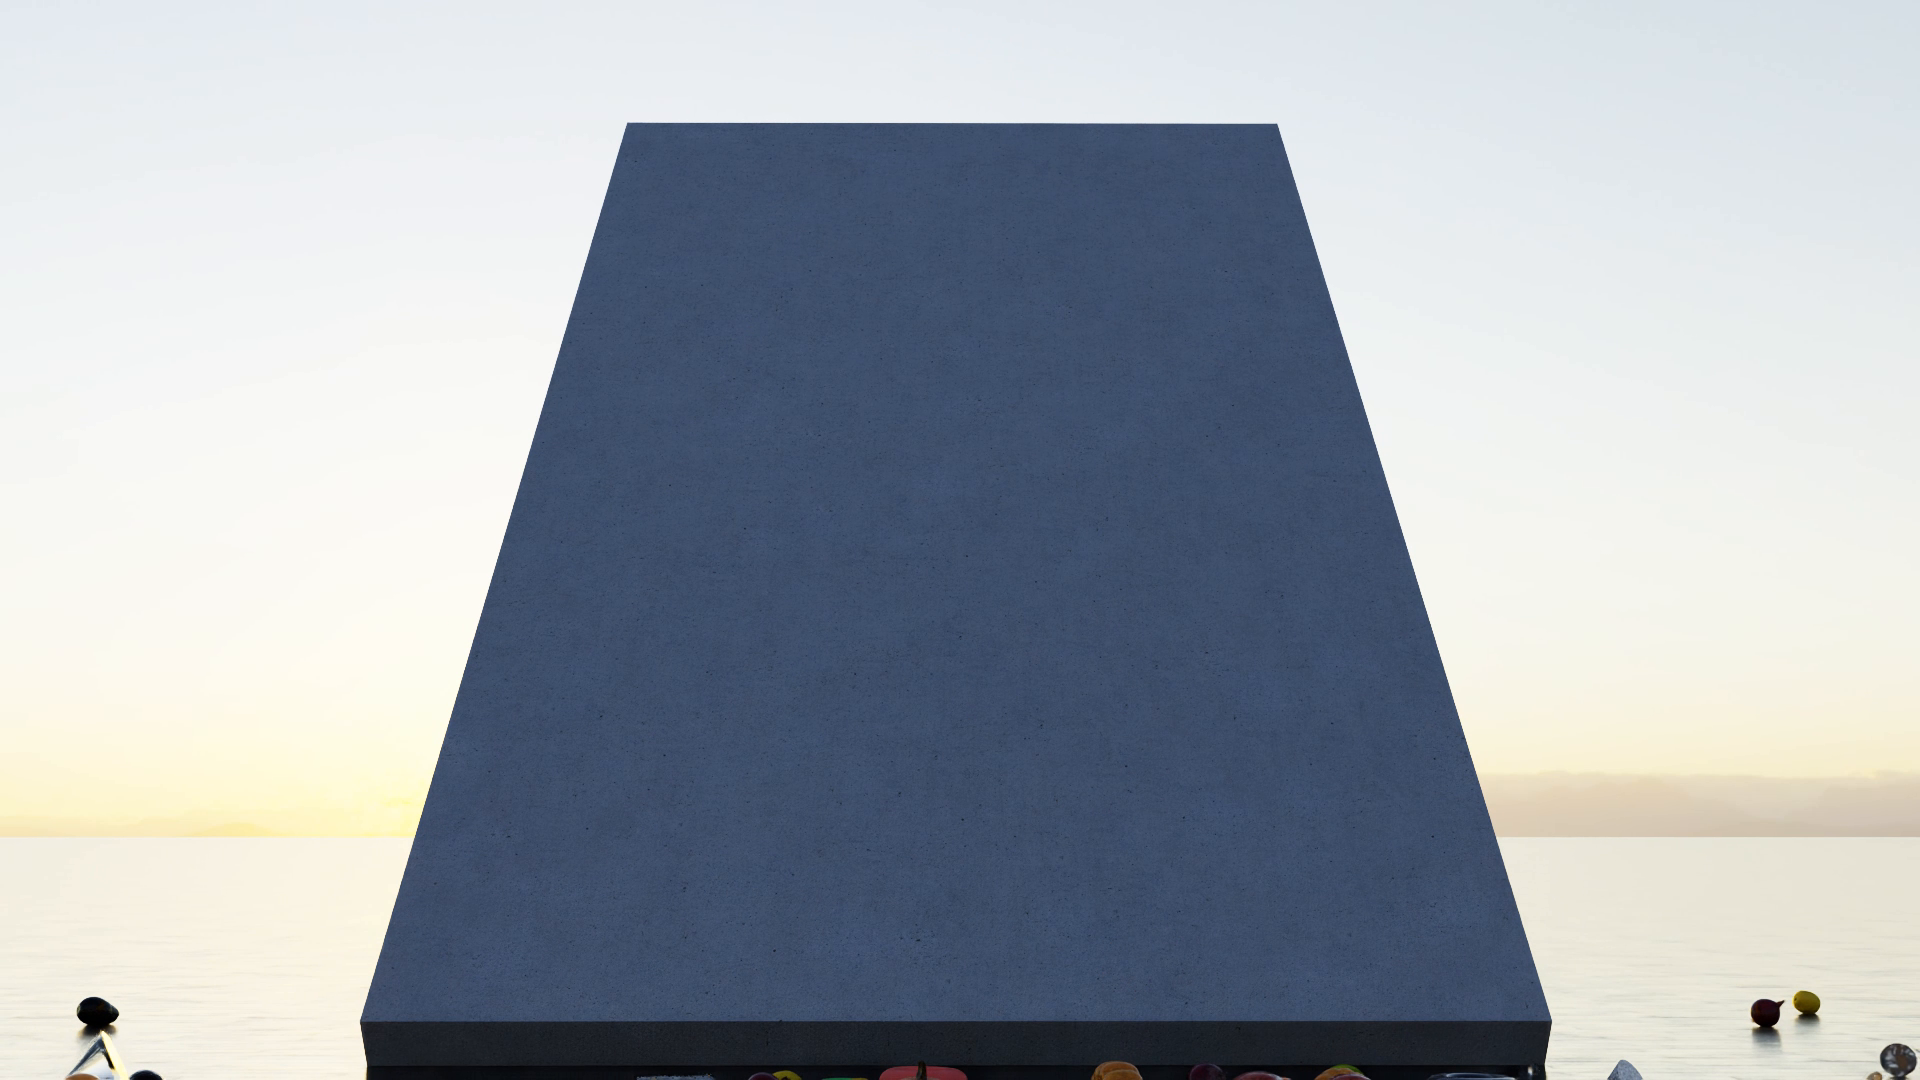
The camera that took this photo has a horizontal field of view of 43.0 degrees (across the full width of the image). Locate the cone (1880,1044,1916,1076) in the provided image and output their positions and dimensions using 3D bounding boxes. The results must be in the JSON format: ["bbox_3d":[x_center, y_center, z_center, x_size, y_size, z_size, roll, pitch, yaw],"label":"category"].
[{"bbox_3d":[1.536,0.861,3.987,0.057,0.057,0.057,-3,-34,24],"label":"cone"}]

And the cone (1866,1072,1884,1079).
[{"bbox_3d":[1.286,0.784,3.367,0.072,0.072,0.072,27,-8,0],"label":"cone"}]

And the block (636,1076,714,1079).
[{"bbox_3d":[-0.347,0.708,2.986,0.092,0.092,0.092,2,-7,-13],"label":"block"}]

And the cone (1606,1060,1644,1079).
[{"bbox_3d":[0.907,0.785,3.407,0.088,0.088,0.088,-35,-24,28],"label":"cone"}]

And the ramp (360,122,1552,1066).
[{"bbox_3d":[-0.014,-0.196,5.818,2.000,0.100,4.000,0,31,0],"label":"ramp"}]

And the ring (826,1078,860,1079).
[{"bbox_3d":[-0.172,0.815,3.614,0.087,0.029,0.087,1,-7,0],"label":"ring"}]

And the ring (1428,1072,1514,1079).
[{"bbox_3d":[0.735,0.792,3.494,0.143,0.048,0.143,1,-8,0],"label":"ring"}]

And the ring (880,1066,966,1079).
[{"bbox_3d":[-0.054,0.808,3.623,0.135,0.045,0.135,1,-8,0],"label":"ring"}]
